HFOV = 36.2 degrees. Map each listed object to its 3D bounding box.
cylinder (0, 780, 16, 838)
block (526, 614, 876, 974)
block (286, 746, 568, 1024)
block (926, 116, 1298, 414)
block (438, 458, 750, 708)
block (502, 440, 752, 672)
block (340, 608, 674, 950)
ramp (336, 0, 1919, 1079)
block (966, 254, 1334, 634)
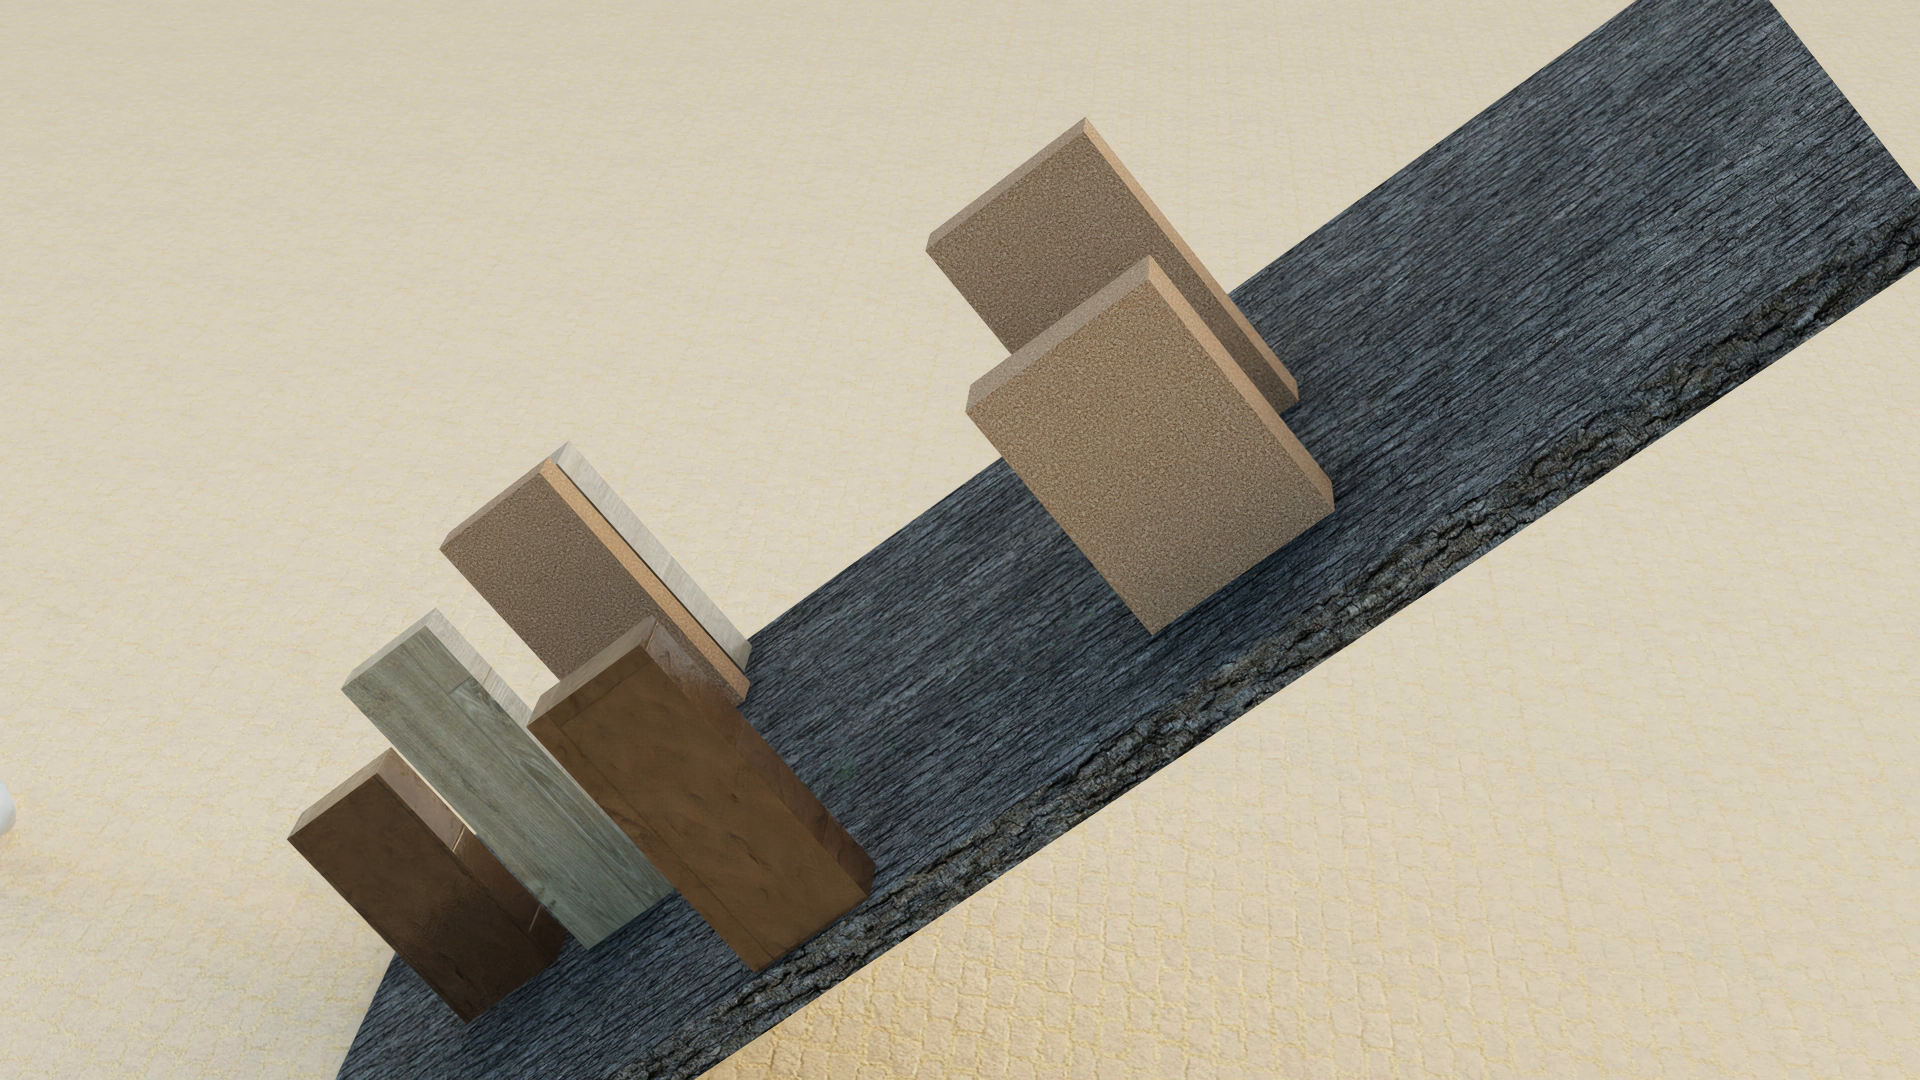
[{"bbox_3d":[-2.722,0.755,8.009,0.204,0.204,0.204,13,27,27],"label":"cylinder"},{"bbox_3d":[-0.479,0.481,5.511,0.281,0.657,0.129,-35,16,17],"label":"block"},{"bbox_3d":[-1.172,0.765,6.490,0.275,0.583,0.121,-35,16,17],"label":"block"},{"bbox_3d":[0.319,-0.462,6.104,0.411,0.725,0.114,-35,16,17],"label":"block"},{"bbox_3d":[-0.875,0.185,7.083,0.326,0.744,0.099,-35,16,17],"label":"block"},{"bbox_3d":[-0.869,0.127,7.311,0.310,0.700,0.149,-35,16,17],"label":"block"},{"bbox_3d":[-0.955,0.516,6.284,0.248,0.787,0.090,-35,16,17],"label":"block"},{"bbox_3d":[0.123,0.183,6.335,4.000,0.100,2.000,-35,16,17],"label":"ramp"},{"bbox_3d":[0.358,-0.174,5.516,0.426,0.570,0.145,-35,16,17],"label":"block"}]
